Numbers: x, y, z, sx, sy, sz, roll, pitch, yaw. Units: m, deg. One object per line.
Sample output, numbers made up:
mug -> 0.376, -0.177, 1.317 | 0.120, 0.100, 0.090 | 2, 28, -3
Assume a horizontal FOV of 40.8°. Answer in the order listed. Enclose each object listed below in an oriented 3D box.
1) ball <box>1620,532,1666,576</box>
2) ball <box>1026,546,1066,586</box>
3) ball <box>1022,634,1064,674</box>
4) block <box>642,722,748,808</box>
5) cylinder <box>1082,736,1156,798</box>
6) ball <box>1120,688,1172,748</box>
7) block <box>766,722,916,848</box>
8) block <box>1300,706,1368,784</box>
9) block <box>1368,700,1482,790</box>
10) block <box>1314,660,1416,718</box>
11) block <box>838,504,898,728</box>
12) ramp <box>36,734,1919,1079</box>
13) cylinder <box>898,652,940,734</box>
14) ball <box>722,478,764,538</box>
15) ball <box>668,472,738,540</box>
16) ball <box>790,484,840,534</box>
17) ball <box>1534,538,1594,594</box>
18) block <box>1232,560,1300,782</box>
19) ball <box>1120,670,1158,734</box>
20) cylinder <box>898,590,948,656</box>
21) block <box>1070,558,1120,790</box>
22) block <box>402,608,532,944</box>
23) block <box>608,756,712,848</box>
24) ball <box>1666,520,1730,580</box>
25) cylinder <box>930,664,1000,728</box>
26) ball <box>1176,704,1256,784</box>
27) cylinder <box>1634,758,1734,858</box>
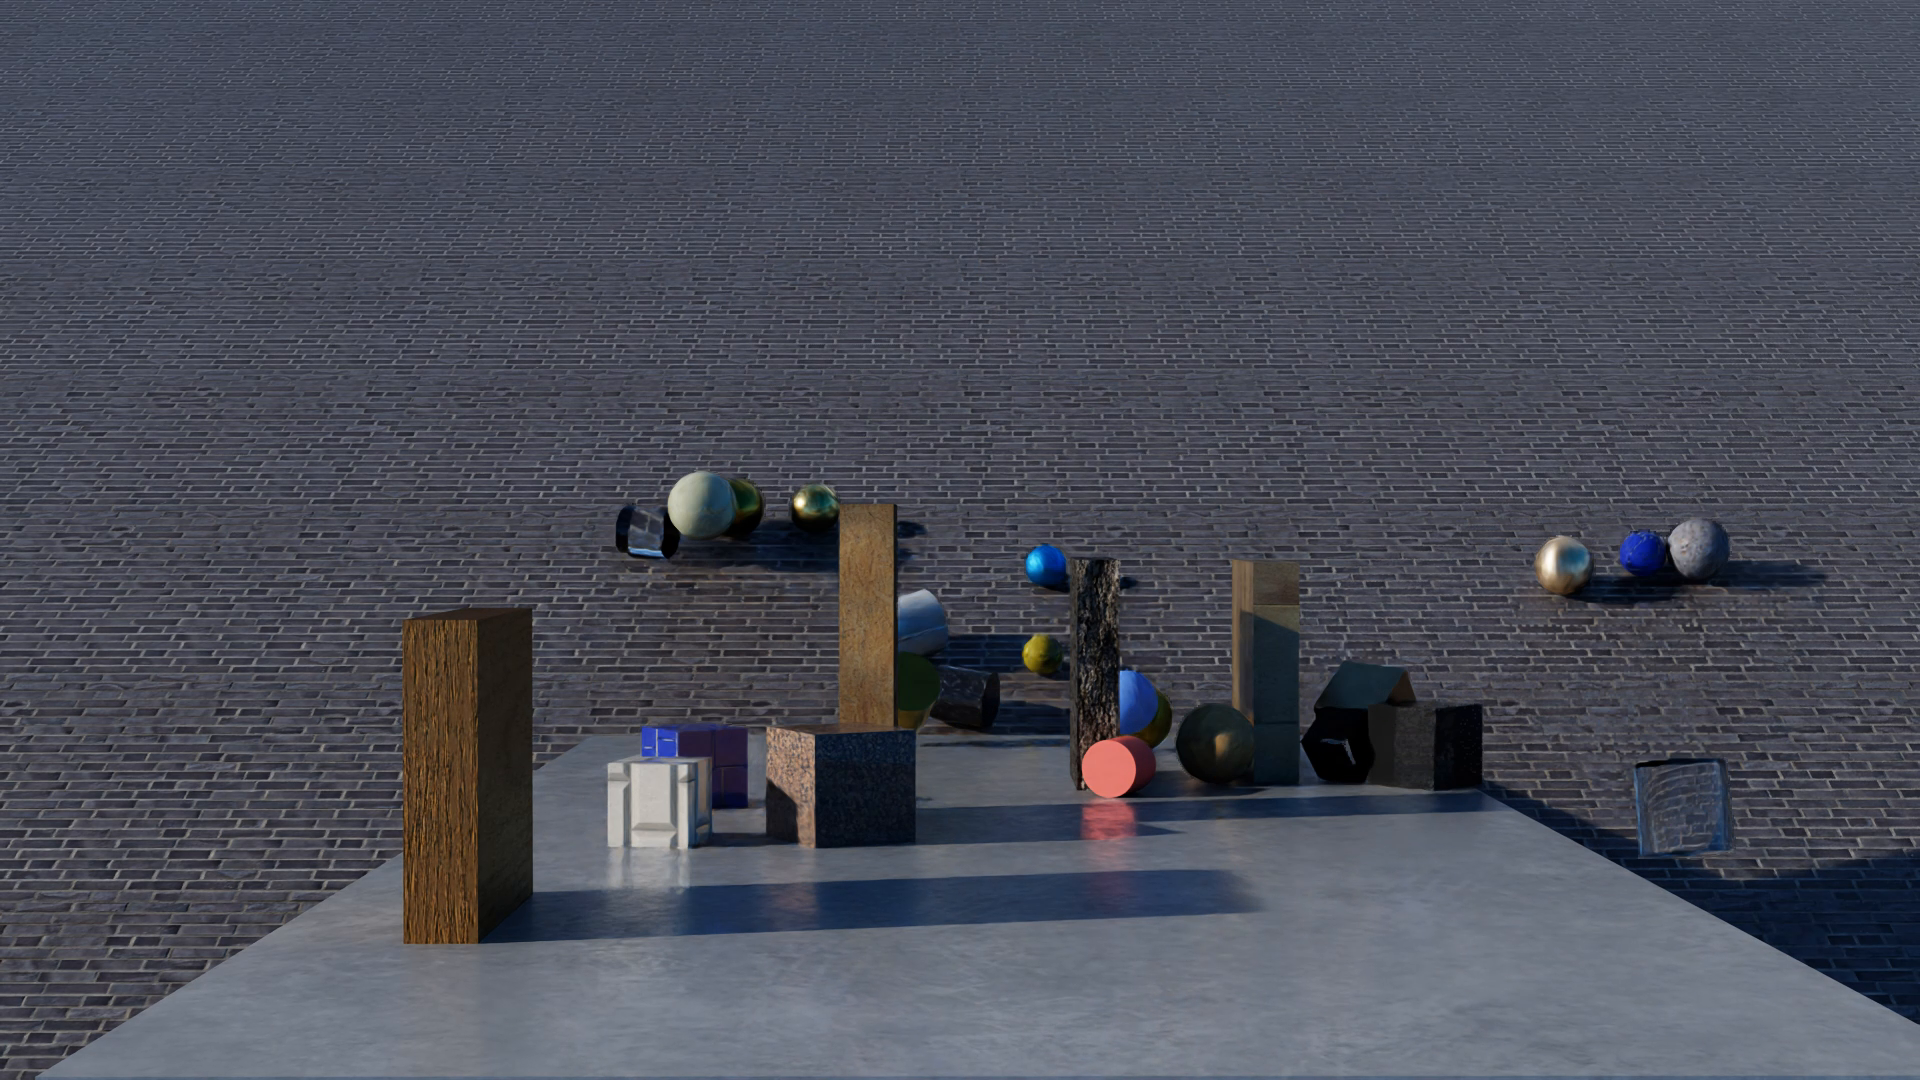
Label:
ball -> 1.986, 0.041, 7.513 | 0.133, 0.133, 0.133 | 0, 28, 0
ball -> 0.248, 0.075, 7.463 | 0.120, 0.120, 0.120 | 0, 28, 0
ball -> 0.225, 0.312, 7.031 | 0.111, 0.111, 0.111 | 0, 28, 0
block -> -0.516, 0.441, 5.036 | 0.151, 0.151, 0.151 | 0, 1, -34
cylinder -> 0.321, 0.457, 5.215 | 0.115, 0.115, 0.115 | 14, 6, 24
ball -> 0.424, 0.422, 6.161 | 0.163, 0.163, 0.163 | 0, 28, 0
block -> -0.209, 0.425, 4.510 | 0.194, 0.194, 0.194 | 0, 1, -29
block -> 0.811, 0.434, 5.469 | 0.110, 0.110, 0.110 | 0, 39, 44
block -> 0.974, 0.428, 5.408 | 0.168, 0.168, 0.168 | -1, 1, -44
block -> 0.881, 0.376, 5.574 | 0.152, 0.152, 0.152 | 6, 44, 38
block -> -0.168, 0.226, 4.789 | 0.098, 0.585, 0.299 | 0, 1, 0
ramp -> 0.064, 0.571, 4.612 | 2.000, 0.100, 4.000 | 0, 1, 0
cylinder -> -0.144, 0.382, 6.298 | 0.163, 0.163, 0.163 | 7, 58, -11
ball -> -0.674, -0.095, 7.718 | 0.179, 0.179, 0.179 | 0, 28, 0
ball -> -0.751, -0.100, 7.539 | 0.203, 0.203, 0.203 | 0, 28, 0
ball -> -0.434, -0.094, 7.745 | 0.151, 0.151, 0.151 | 0, 28, 0
ball -> 1.733, 0.074, 7.416 | 0.165, 0.165, 0.165 | 0, 28, 0
block -> 0.668, 0.277, 5.674 | 0.098, 0.463, 0.419 | 0, 1, 0
ball -> 0.385, 0.377, 6.013 | 0.151, 0.151, 0.151 | 0, 28, 0
cylinder -> -0.155, 0.243, 7.083 | 0.177, 0.177, 0.177 | -16, 32, -27
block -> 0.283, 0.275, 5.466 | 0.086, 0.472, 0.354 | 0, 1, 0
block -> -0.687, 0.317, 3.634 | 0.099, 0.428, 0.442 | 0, 1, 0
block -> -0.518, 0.452, 4.472 | 0.142, 0.142, 0.142 | 0, 1, 11
ball -> 2.139, 0.028, 7.491 | 0.177, 0.177, 0.177 | 0, 28, 0
cylinder -> 0.013, 0.411, 6.792 | 0.147, 0.147, 0.147 | 8, 29, 19
ball -> 0.538, 0.428, 5.426 | 0.168, 0.168, 0.168 | 0, 28, 0
cylinder -> 1.677, 0.622, 5.992 | 0.210, 0.210, 0.210 | -2, -11, 0
